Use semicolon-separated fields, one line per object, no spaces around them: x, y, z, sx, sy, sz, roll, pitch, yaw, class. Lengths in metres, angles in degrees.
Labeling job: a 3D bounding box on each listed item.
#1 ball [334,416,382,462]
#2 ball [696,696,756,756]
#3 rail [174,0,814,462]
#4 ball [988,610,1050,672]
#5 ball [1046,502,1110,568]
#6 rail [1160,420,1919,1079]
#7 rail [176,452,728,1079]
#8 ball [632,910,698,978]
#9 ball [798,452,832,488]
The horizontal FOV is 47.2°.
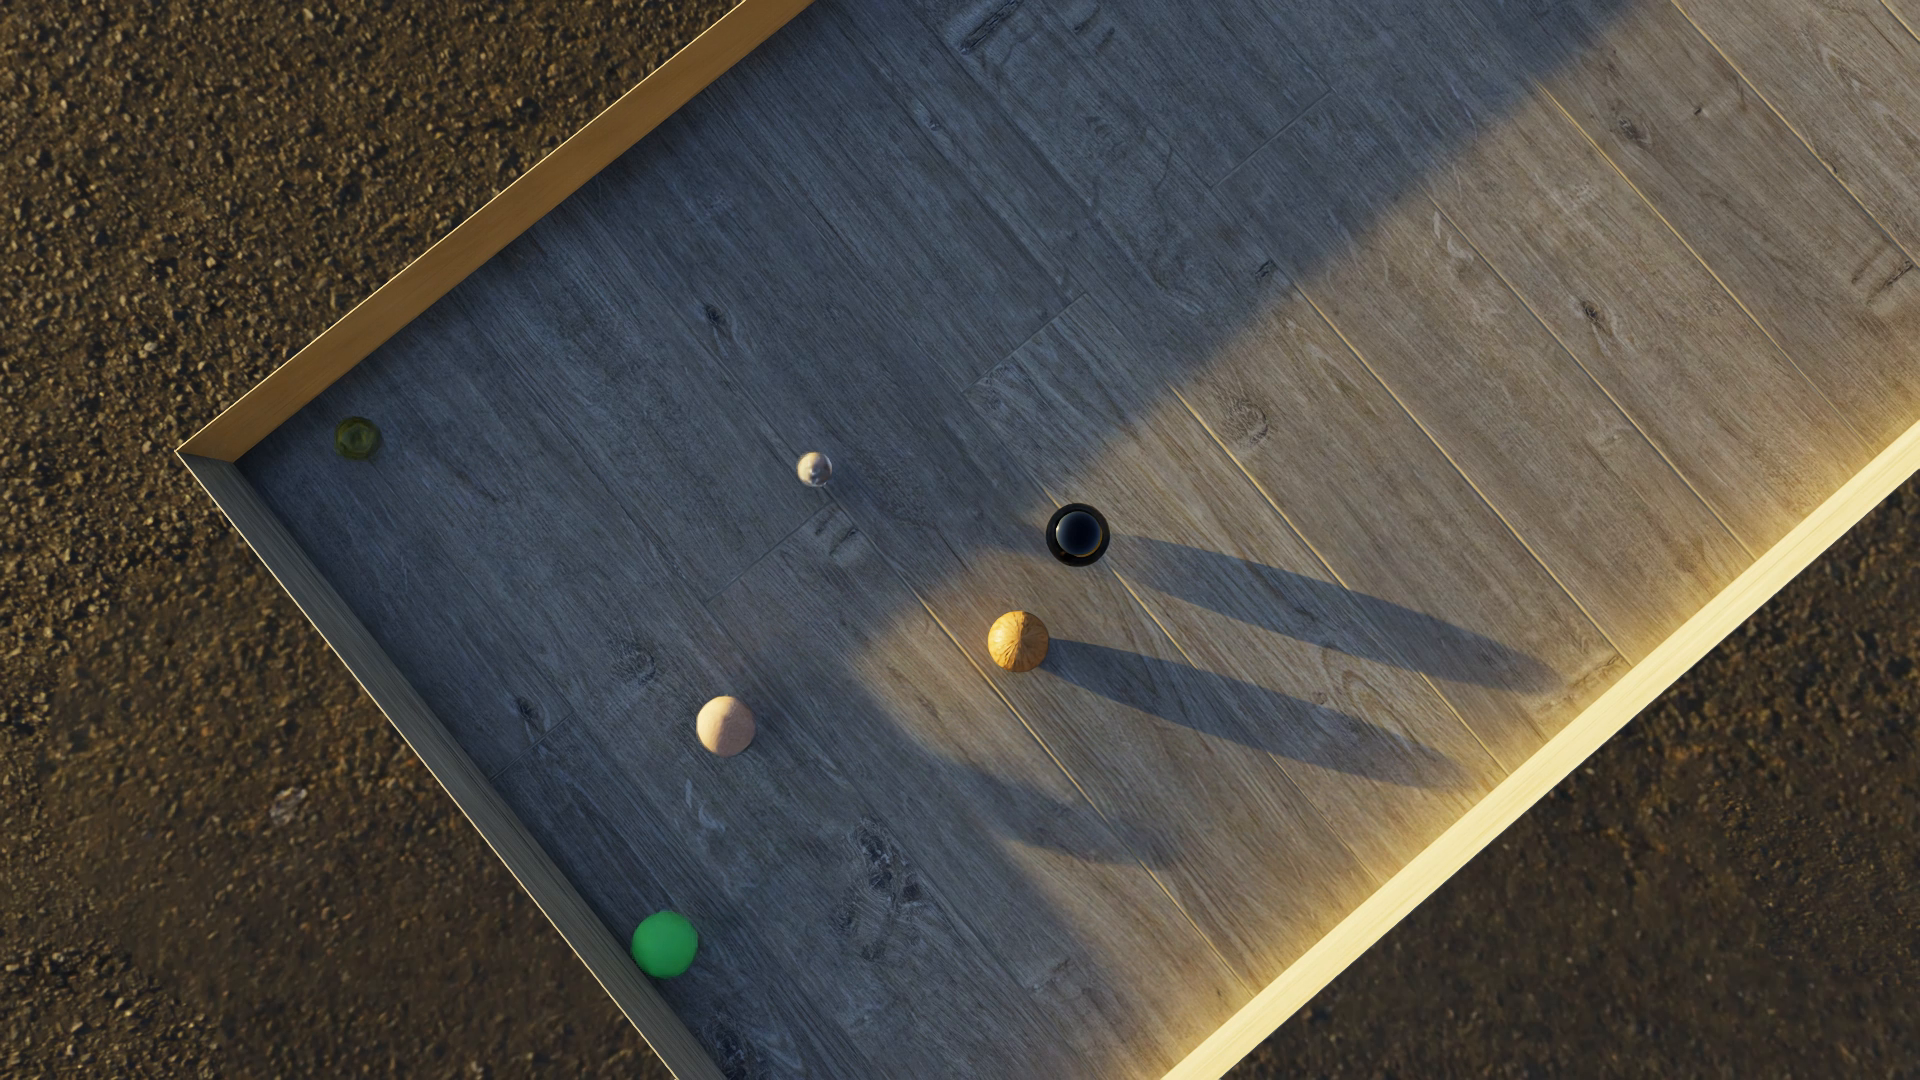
-0.901;-0.151;3.292;0.067;0.067;0.067;0;82;0;ball
-0.341;0.271;3.220;0.087;0.087;0.087;0;82;0;ball
0.097;-1.119;3.404;3.198;0.125;0.045;-40;84;-5;rail
0.086;0.150;3.236;0.091;0.091;0.091;0;82;0;ball
0.175;-0.007;3.256;0.096;0.096;0.096;0;82;0;ball
1.128;0.096;3.226;3.198;0.125;0.045;-40;84;-5;rail
-0.594;0.490;3.168;0.045;0.125;1.651;-40;84;-5;rail
-0.425;0.583;3.170;0.096;0.096;0.096;0;82;0;ball
-0.217;-0.106;3.292;0.053;0.053;0.053;0;82;0;ball
